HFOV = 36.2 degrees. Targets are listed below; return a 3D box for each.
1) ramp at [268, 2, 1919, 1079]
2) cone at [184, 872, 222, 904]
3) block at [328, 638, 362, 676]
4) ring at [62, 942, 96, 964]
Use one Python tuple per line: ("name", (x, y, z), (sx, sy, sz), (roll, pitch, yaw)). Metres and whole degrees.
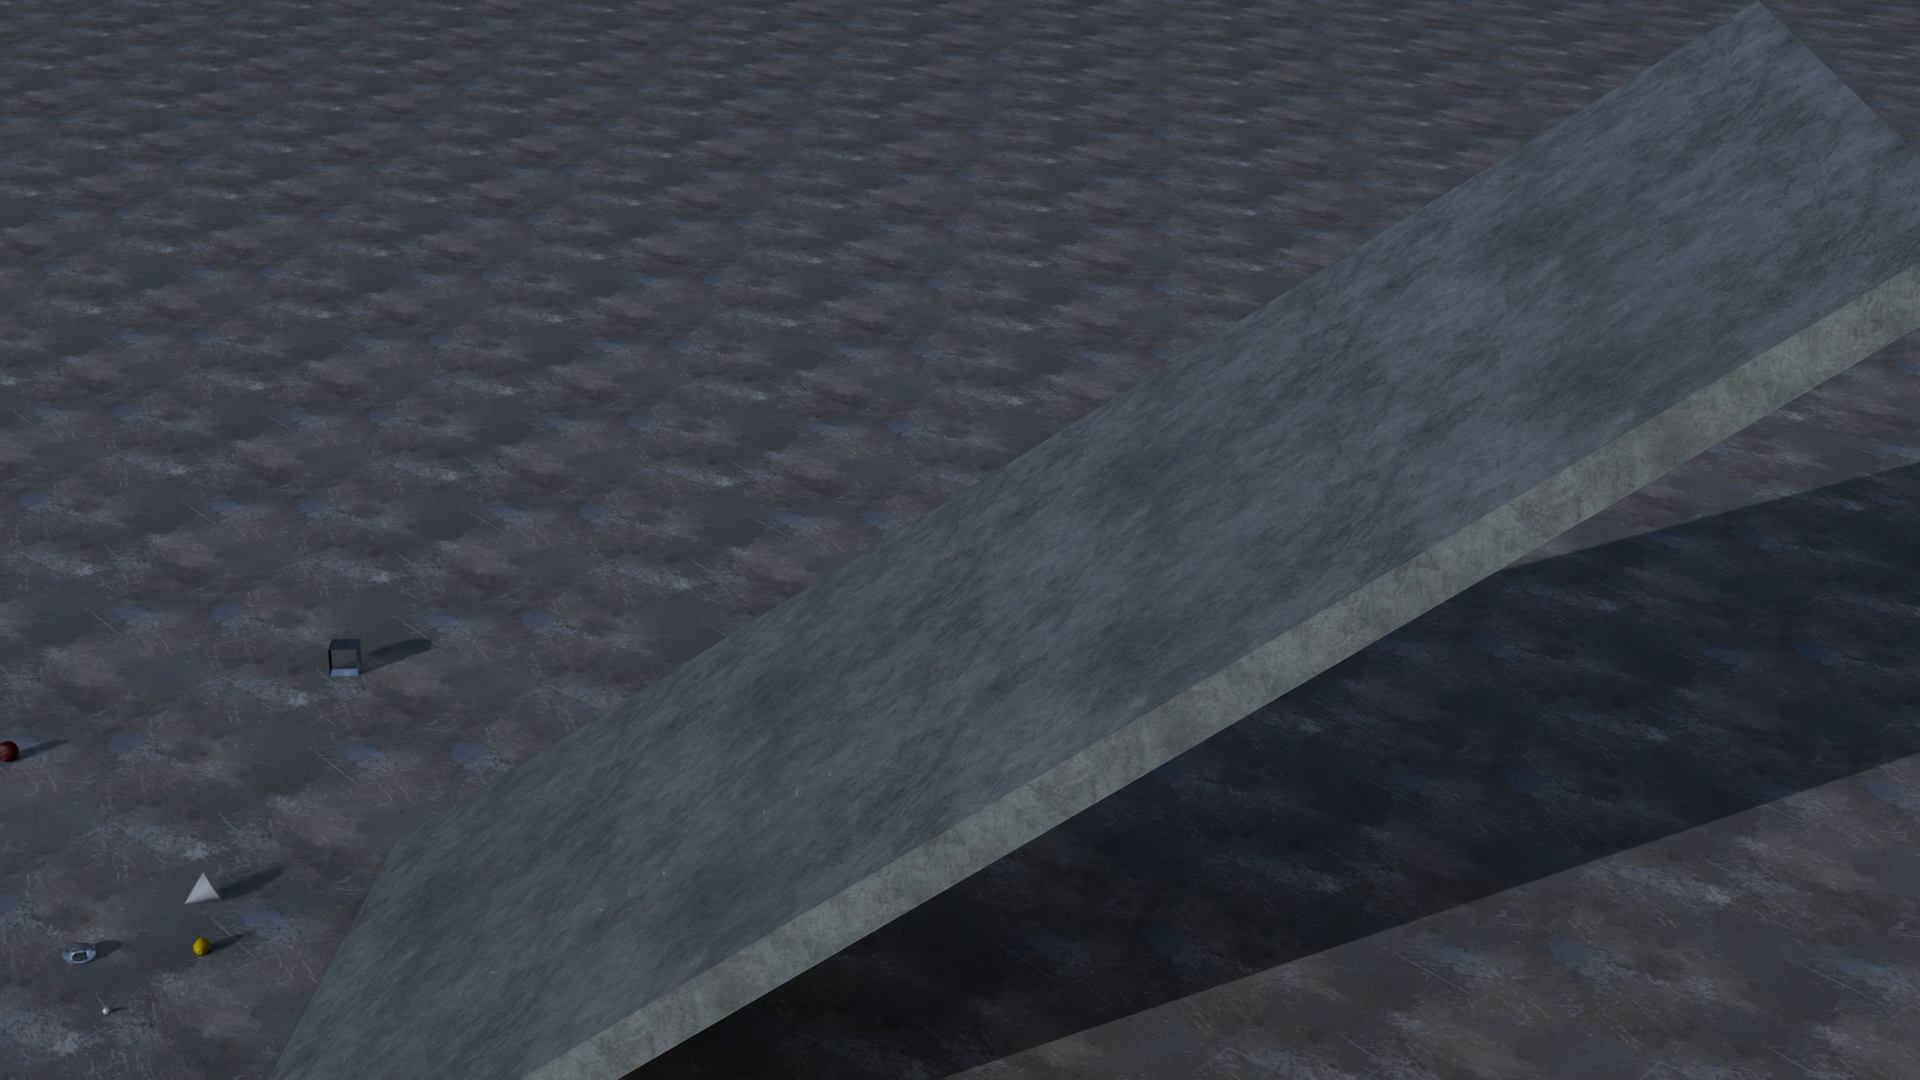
("ramp", (0.138, 0.172, 6.300), (4.000, 0.100, 2.000), (-32, 16, 14))
("cone", (-1.960, 0.913, 7.573), (0.085, 0.085, 0.085), (-33, 29, -10))
("block", (-1.876, 0.358, 8.970), (0.085, 0.085, 0.085), (-1, 21, -3))
("ring", (-2.185, 1.025, 7.296), (0.082, 0.027, 0.082), (1, 21, 0))
